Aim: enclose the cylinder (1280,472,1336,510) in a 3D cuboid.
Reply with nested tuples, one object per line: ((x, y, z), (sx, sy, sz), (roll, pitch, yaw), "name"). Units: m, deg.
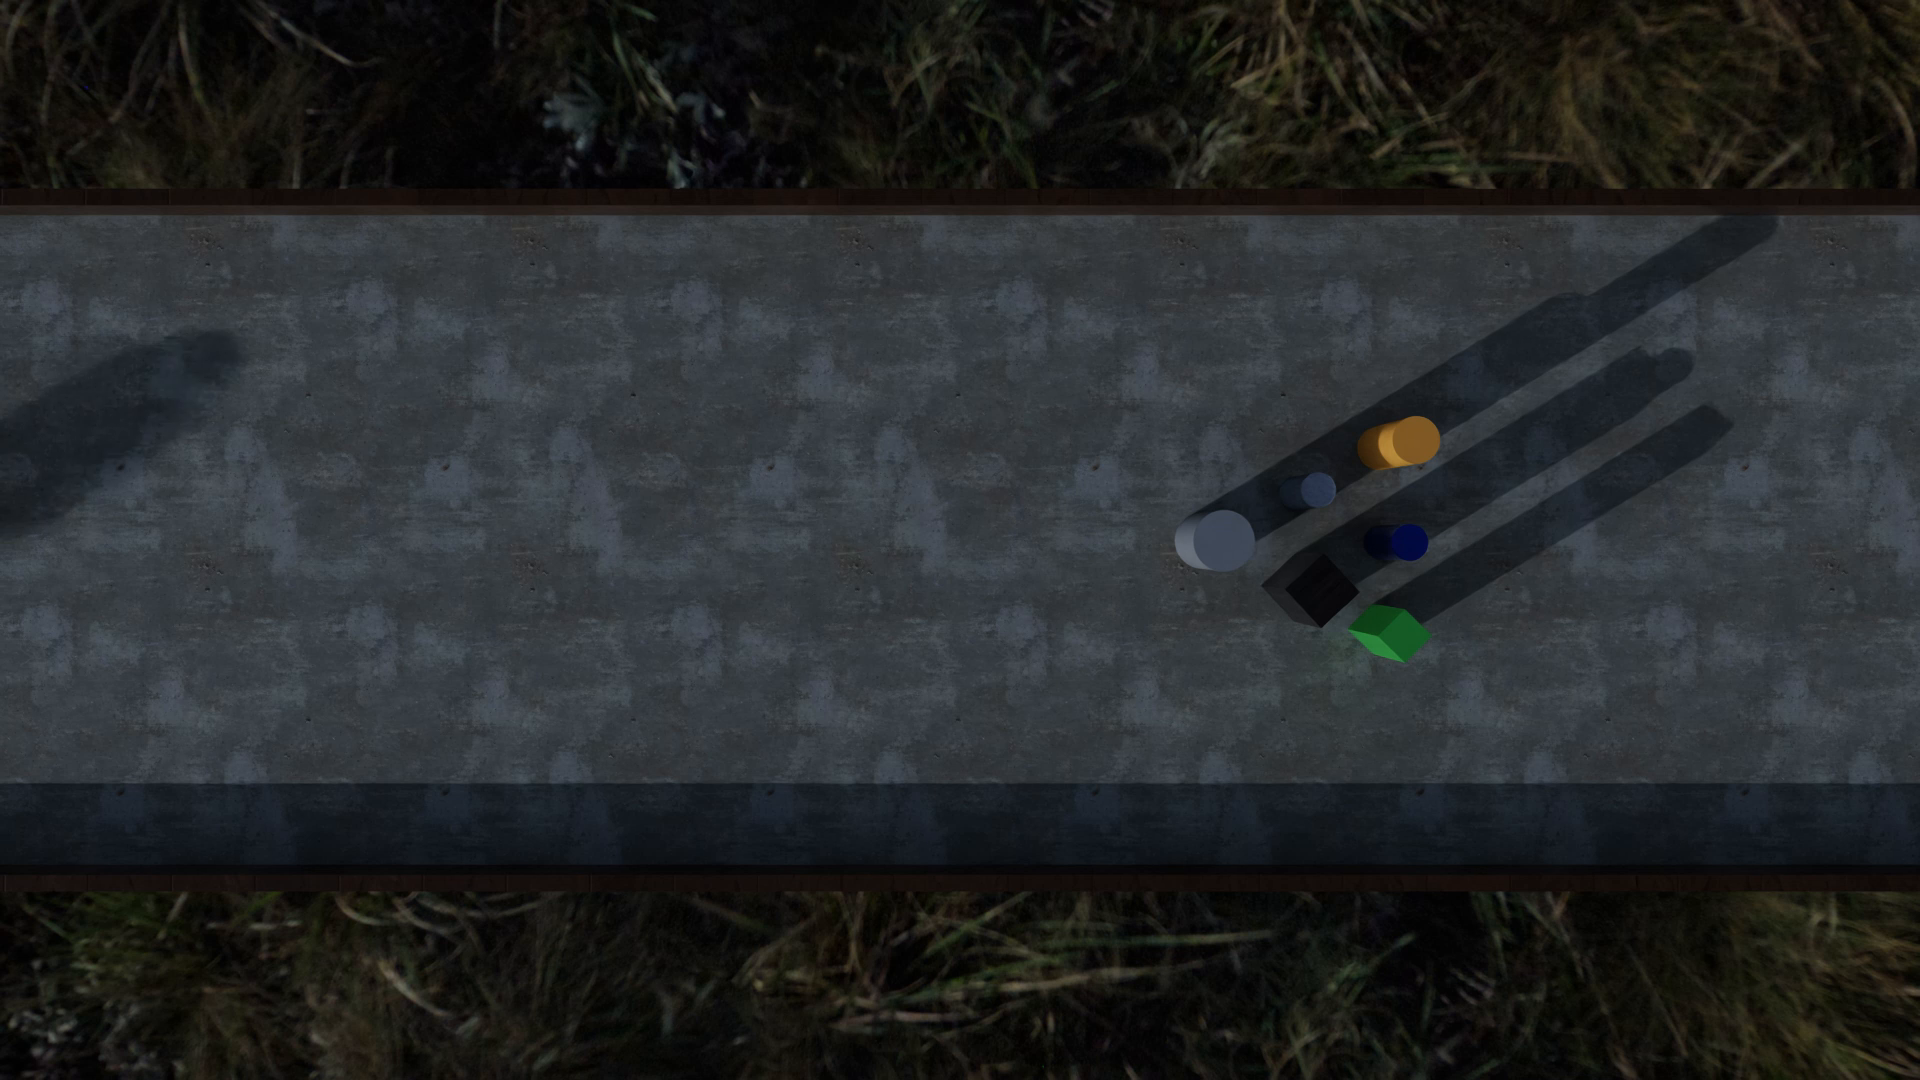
((1.035, -0.144, 4.918), (0.103, 0.316, 0.103), (0, 90, 0), "cylinder")

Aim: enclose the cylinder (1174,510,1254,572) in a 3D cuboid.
((0.748, 0.002, 4.875), (0.175, 0.403, 0.175), (0, 90, 0), "cylinder")

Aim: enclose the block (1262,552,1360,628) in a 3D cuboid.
((1.033, 0.144, 4.887), (0.151, 0.378, 0.151), (-43, 90, 0), "block")

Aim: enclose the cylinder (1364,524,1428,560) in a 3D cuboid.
((1.296, 0.007, 4.913), (0.106, 0.326, 0.106), (0, 90, 0), "cylinder")

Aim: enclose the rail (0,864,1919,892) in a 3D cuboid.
((-2.247, 1.025, 5.001), (12.000, 0.150, 0.050), (0, 90, 0), "rail")

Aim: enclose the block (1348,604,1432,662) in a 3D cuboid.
((1.270, 0.274, 4.891), (0.109, 0.372, 0.109), (44, 90, 0), "block")

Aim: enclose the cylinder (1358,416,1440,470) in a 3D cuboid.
((1.289, -0.283, 4.868), (0.135, 0.416, 0.135), (0, 90, 0), "cylinder")

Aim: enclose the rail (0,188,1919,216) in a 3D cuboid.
((-2.247, -1.025, 5.002), (12.000, 0.150, 0.050), (0, 90, 0), "rail")
